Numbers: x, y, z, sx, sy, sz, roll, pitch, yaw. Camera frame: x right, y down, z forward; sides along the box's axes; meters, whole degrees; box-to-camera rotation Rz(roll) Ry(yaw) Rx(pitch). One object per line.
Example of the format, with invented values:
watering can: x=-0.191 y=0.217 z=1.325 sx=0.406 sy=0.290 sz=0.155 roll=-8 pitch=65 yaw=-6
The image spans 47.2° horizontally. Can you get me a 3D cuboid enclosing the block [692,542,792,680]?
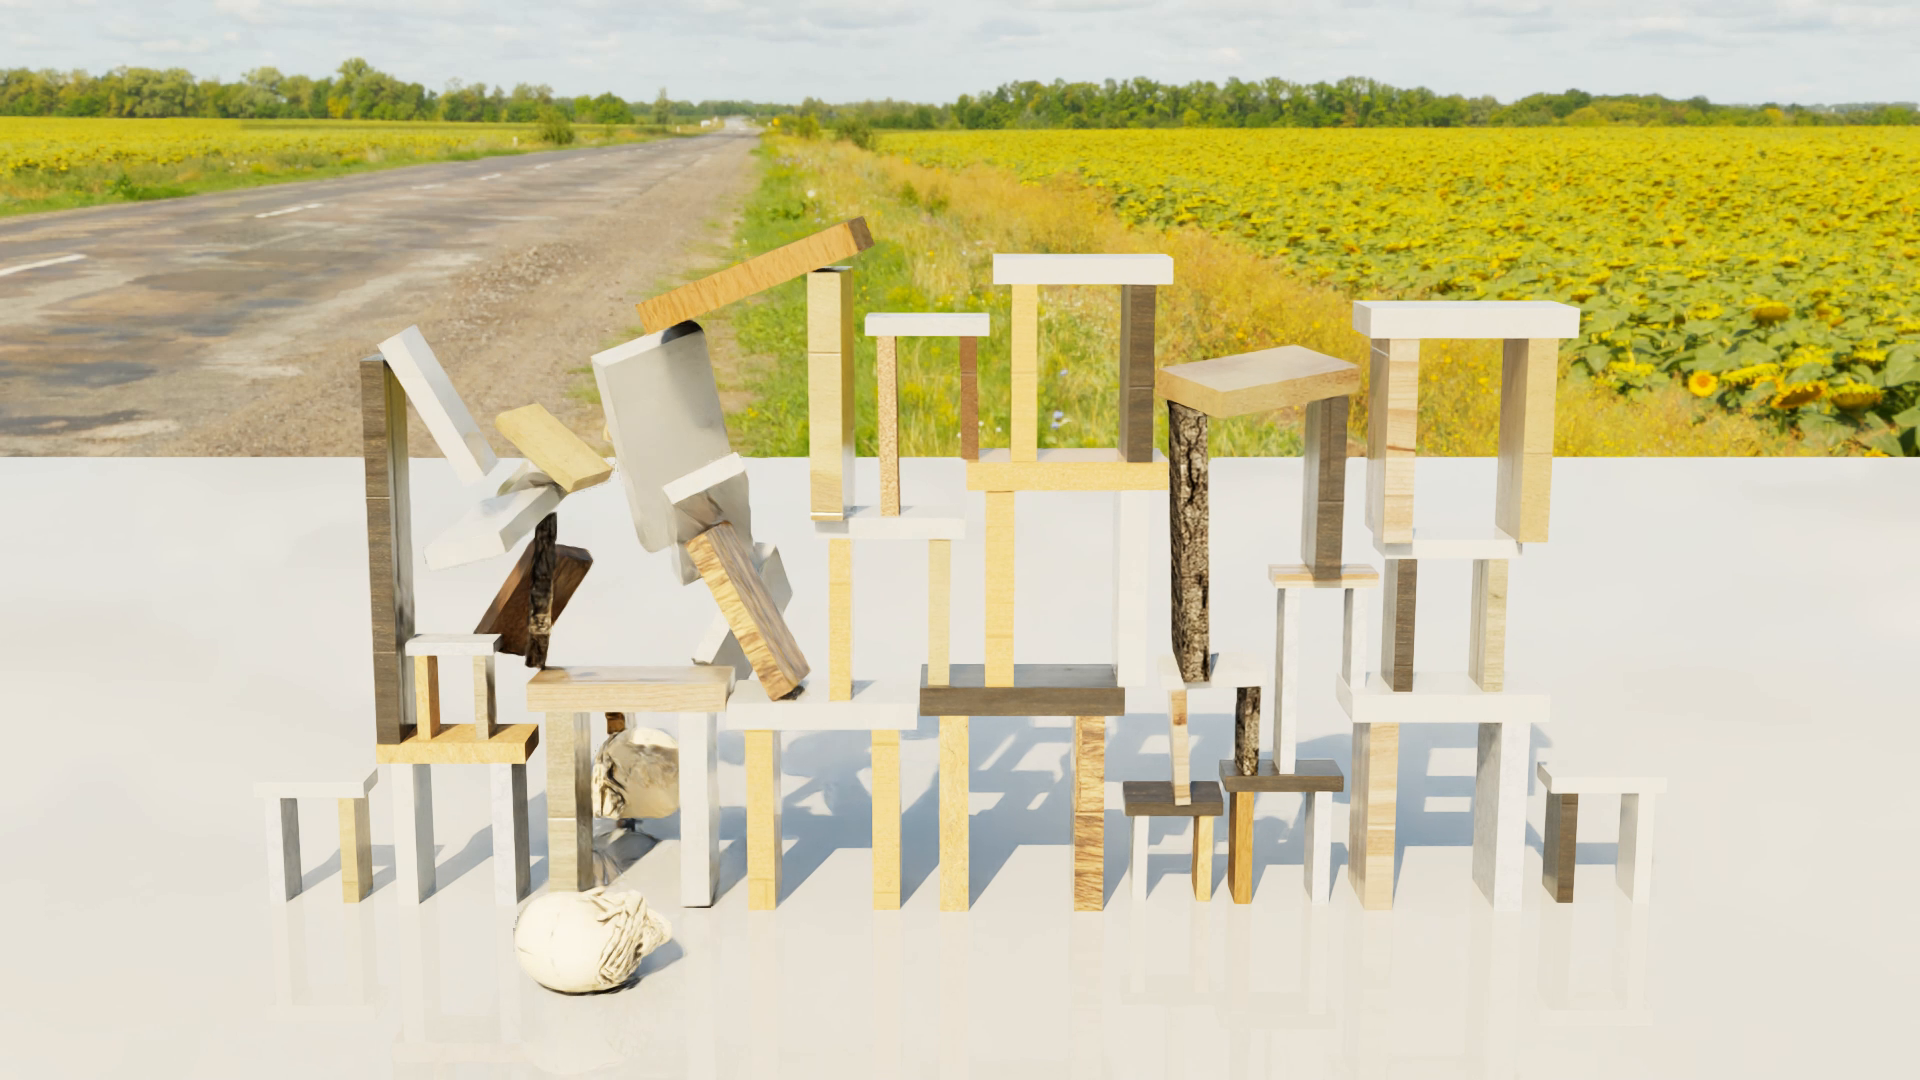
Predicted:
block: x=-0.377 y=0.149 z=3.840 sx=0.038 sy=0.135 sz=0.271 roll=10 pitch=51 yaw=21

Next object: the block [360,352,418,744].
block: x=-0.924 y=0.013 z=3.567 sx=0.037 sy=0.622 sz=0.130 roll=0 pitch=11 yaw=0

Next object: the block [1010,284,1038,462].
block: x=0.101 y=-0.273 z=3.507 sx=0.039 sy=0.278 sz=0.139 roll=0 pitch=11 yaw=0

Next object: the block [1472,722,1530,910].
block: x=0.894 y=0.434 z=3.639 sx=0.045 sy=0.317 sz=0.158 roll=0 pitch=11 yaw=0

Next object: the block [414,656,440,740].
block: x=-0.873 y=0.250 z=3.606 sx=0.020 sy=0.141 sz=0.071 roll=0 pitch=11 yaw=0

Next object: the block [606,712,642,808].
block: x=-0.632 y=0.371 z=4.135 sx=0.033 sy=0.236 sz=0.118 roll=-2 pitch=26 yaw=1

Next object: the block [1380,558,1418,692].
block: x=0.714 y=0.127 z=3.580 sx=0.031 sy=0.219 sz=0.109 roll=0 pitch=11 yaw=0

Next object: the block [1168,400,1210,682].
block: x=0.359 y=-0.007 z=3.449 sx=0.042 sy=0.437 sz=0.148 roll=-3 pitch=20 yaw=-1

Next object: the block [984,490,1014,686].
block: x=0.063 y=0.064 z=3.576 sx=0.045 sy=0.319 sz=0.159 roll=0 pitch=11 yaw=0

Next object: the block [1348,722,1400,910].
block: x=0.683 y=0.434 z=3.639 sx=0.045 sy=0.317 sz=0.158 roll=0 pitch=11 yaw=0

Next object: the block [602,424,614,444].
block: x=-0.554 y=-0.175 z=3.872 sx=0.094 sy=0.027 sz=0.187 roll=7 pitch=-2 yaw=8

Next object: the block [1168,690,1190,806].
block: x=0.354 y=0.319 z=3.563 sx=0.024 sy=0.204 sz=0.084 roll=-4 pitch=20 yaw=1

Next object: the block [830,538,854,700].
block: x=-0.192 y=0.118 z=3.578 sx=0.034 sy=0.265 sz=0.119 roll=1 pitch=11 yaw=0

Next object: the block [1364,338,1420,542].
block: x=0.691 y=-0.169 z=3.523 sx=0.046 sy=0.323 sz=0.162 roll=0 pitch=11 yaw=0

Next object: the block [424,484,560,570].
block: x=-0.758 y=-0.023 z=3.575 sx=0.131 sy=0.037 sz=0.261 roll=-13 pitch=16 yaw=13

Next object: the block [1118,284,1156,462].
block: x=0.281 y=-0.271 z=3.498 sx=0.039 sy=0.278 sz=0.139 roll=0 pitch=11 yaw=-2

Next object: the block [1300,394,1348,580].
block: x=0.585 y=-0.099 z=3.536 sx=0.042 sy=0.295 sz=0.148 roll=0 pitch=14 yaw=0

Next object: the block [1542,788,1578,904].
block: x=0.997 y=0.497 z=3.653 sx=0.027 sy=0.188 sz=0.094 roll=0 pitch=11 yaw=0

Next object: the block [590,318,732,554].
block: x=-0.481 y=-0.170 z=3.649 sx=0.180 sy=0.359 sz=0.051 roll=-24 pitch=35 yaw=-22

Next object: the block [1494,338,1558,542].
block: x=0.907 y=-0.169 z=3.524 sx=0.046 sy=0.323 sz=0.162 roll=0 pitch=11 yaw=0

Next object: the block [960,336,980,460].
block: x=0.015 y=-0.233 z=3.520 sx=0.028 sy=0.195 sz=0.098 roll=-1 pitch=11 yaw=0

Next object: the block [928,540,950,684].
block: x=-0.033 y=0.104 z=3.575 sx=0.034 sy=0.238 sz=0.119 roll=1 pitch=11 yaw=0

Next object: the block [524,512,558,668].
block: x=-0.702 y=0.082 z=3.685 sx=0.033 sy=0.236 sz=0.118 roll=5 pitch=-32 yaw=-13

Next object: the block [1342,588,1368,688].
block: x=0.645 y=0.152 z=3.592 sx=0.024 sy=0.167 sz=0.083 roll=0 pitch=11 yaw=0

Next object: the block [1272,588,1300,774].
block: x=0.535 y=0.222 z=3.604 sx=0.024 sy=0.309 sz=0.083 roll=0 pitch=11 yaw=-1

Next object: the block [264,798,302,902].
block: x=-1.124 y=0.502 z=3.652 sx=0.026 sy=0.180 sz=0.090 roll=0 pitch=11 yaw=0

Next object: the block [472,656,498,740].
block: x=-0.779 y=0.250 z=3.606 sx=0.020 sy=0.141 sz=0.071 roll=0 pitch=11 yaw=0

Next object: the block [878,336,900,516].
block: x=-0.114 y=-0.189 z=3.528 sx=0.028 sy=0.287 sz=0.098 roll=-1 pitch=11 yaw=1

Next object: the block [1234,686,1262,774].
block: x=0.472 y=0.293 z=3.609 sx=0.024 sy=0.167 sz=0.084 roll=0 pitch=10 yaw=-4

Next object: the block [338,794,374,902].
block: x=-1.004 y=0.502 z=3.652 sx=0.026 sy=0.180 sz=0.090 roll=0 pitch=11 yaw=0

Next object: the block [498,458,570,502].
block: x=-0.713 y=-0.094 z=3.728 sx=0.094 sy=0.027 sz=0.187 roll=12 pitch=-20 yaw=-25

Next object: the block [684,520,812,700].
block: x=-0.344 y=0.112 z=3.589 sx=0.038 sy=0.289 sz=0.135 roll=-27 pitch=5 yaw=14

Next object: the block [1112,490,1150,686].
block: x=0.276 y=0.064 z=3.575 sx=0.045 sy=0.319 sz=0.159 roll=0 pitch=11 yaw=0

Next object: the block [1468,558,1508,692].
block: x=0.860 y=0.127 z=3.580 sx=0.031 sy=0.219 sz=0.109 roll=0 pitch=11 yaw=0

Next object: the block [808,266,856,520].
block: x=-0.204 y=-0.237 z=3.514 sx=0.051 sy=0.388 sz=0.180 roll=1 pitch=11 yaw=4

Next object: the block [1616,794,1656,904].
block: x=1.122 y=0.497 z=3.653 sx=0.027 sy=0.188 sz=0.094 roll=0 pitch=11 yaw=0
